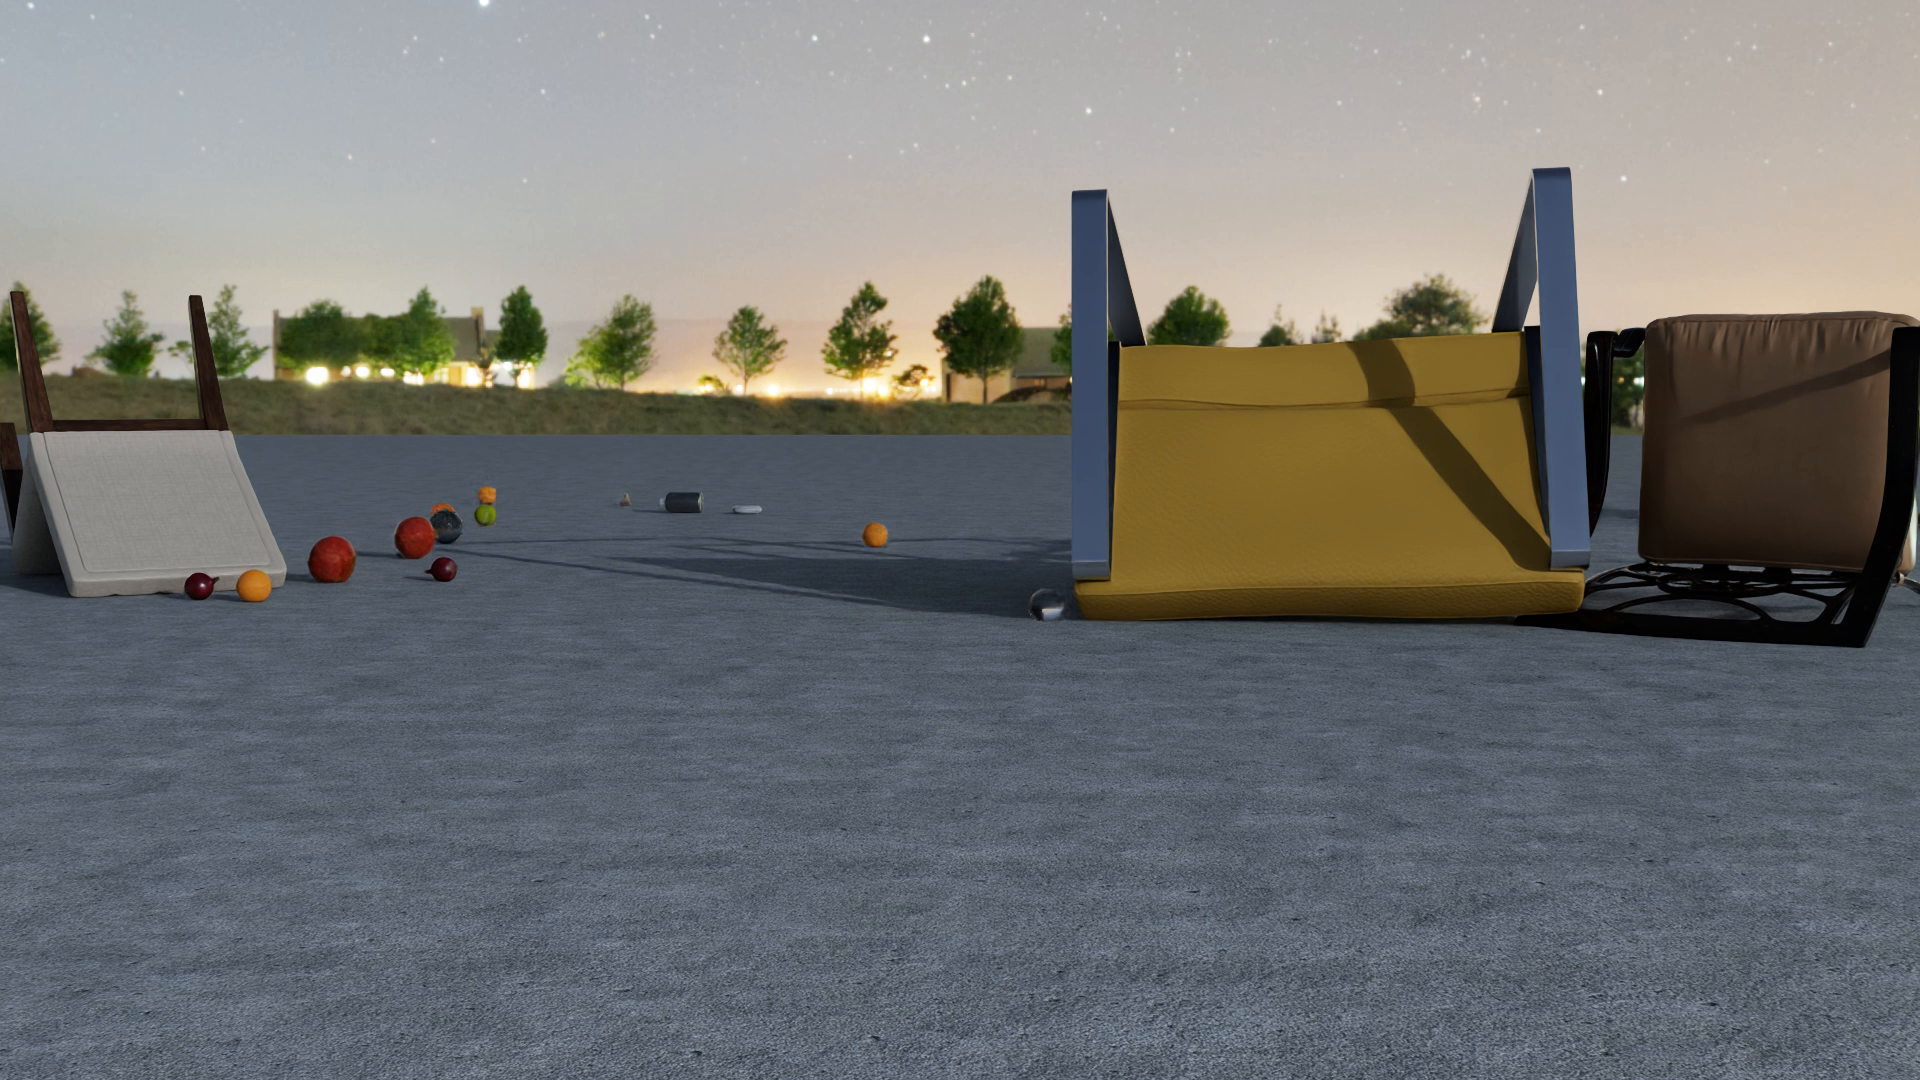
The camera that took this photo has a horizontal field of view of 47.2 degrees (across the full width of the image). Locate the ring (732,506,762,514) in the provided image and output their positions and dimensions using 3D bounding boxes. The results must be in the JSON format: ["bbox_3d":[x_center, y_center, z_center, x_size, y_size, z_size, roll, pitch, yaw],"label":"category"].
[{"bbox_3d":[-0.767,-0.109,7.919,0.116,0.029,0.089,-2,4,-42],"label":"ring"}]

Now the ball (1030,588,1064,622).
[{"bbox_3d":[0.167,0.126,4.235,0.065,0.065,0.065,0,4,0],"label":"ball"}]

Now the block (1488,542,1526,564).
[{"bbox_3d":[1.409,0.033,5.671,0.050,0.054,0.081,-3,5,-35],"label":"block"}]

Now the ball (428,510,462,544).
[{"bbox_3d":[-1.494,-0.038,6.386,0.098,0.098,0.098,0,4,0],"label":"ball"}]

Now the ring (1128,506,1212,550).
[{"bbox_3d":[0.591,-0.033,6.181,0.231,0.118,0.242,2,6,38],"label":"ring"}]

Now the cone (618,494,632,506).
[{"bbox_3d":[-1.287,-0.146,8.498,0.041,0.056,0.071,35,-21,-8],"label":"cone"}]

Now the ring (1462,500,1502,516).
[{"bbox_3d":[1.873,-0.115,7.891,0.137,0.047,0.157,-1,5,-1],"label":"ring"}]

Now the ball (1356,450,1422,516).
[{"bbox_3d":[1.530,-0.204,7.833,0.231,0.231,0.231,0,4,0],"label":"ball"}]
